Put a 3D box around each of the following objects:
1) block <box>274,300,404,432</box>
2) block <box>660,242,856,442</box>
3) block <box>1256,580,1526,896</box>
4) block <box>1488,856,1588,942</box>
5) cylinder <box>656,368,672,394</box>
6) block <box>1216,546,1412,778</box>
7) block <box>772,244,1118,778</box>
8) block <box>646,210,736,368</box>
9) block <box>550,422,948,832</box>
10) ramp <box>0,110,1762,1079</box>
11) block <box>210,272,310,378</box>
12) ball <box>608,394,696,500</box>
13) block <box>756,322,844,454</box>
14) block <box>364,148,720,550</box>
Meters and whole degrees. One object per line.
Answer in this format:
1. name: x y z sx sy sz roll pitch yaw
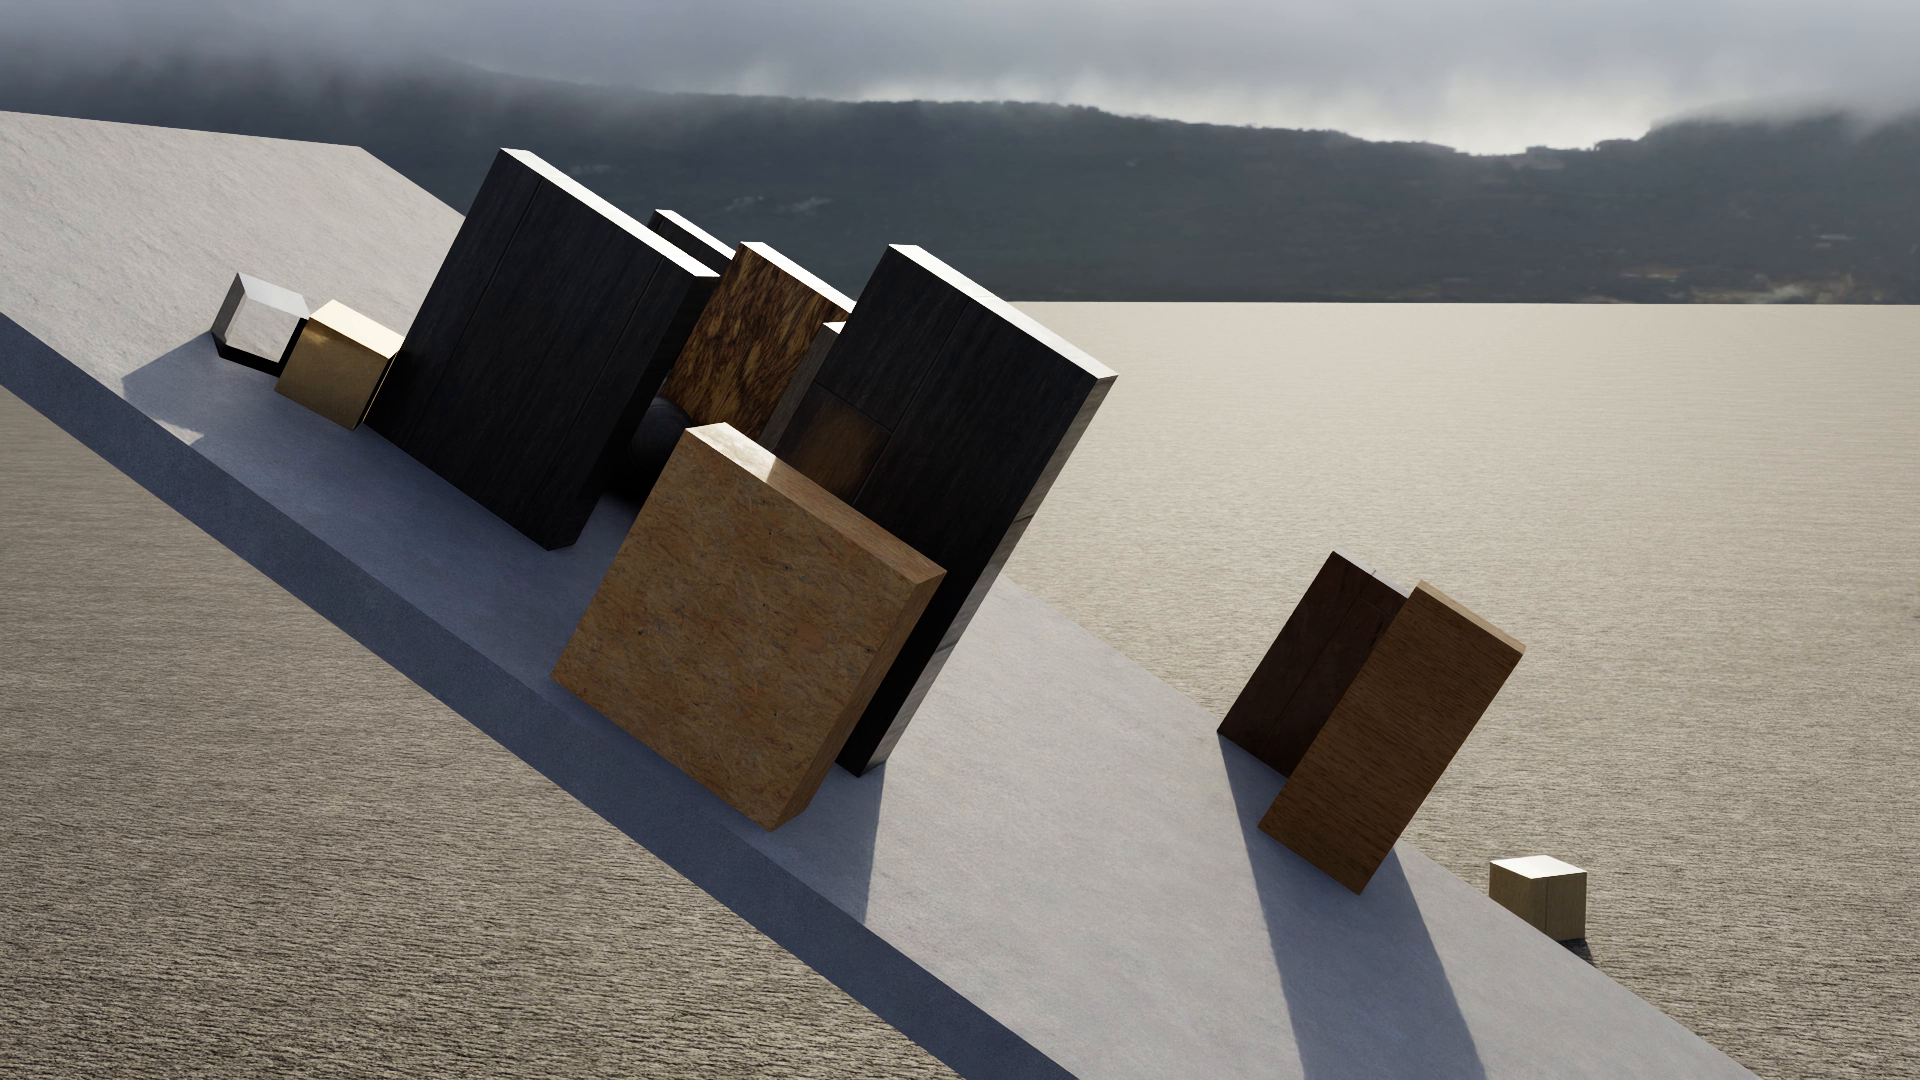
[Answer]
1. block: -1.057 -0.300 3.765 0.146 0.146 0.146 28 15 -9
2. block: -0.380 -0.261 4.236 0.351 0.512 0.110 34 15 11
3. block: 0.852 0.391 4.357 0.240 0.584 0.105 34 15 11
4. block: 1.625 1.012 6.192 0.189 0.189 0.189 -3 7 -22
5. cylinder: -0.666 -0.284 4.380 0.196 0.196 0.196 34 17 13
6. block: 0.873 0.335 4.791 0.433 0.479 0.084 34 15 11
7. block: -0.117 -0.046 3.555 0.394 0.759 0.140 34 15 11
8. block: -0.539 -0.380 4.481 0.410 0.429 0.083 34 15 11
9. block: -0.314 0.125 3.245 0.409 0.437 0.144 34 15 11
10. ramp: -0.164 0.271 4.118 4.000 0.100 2.000 34 15 11
11. block: -1.198 -0.368 3.772 0.116 0.116 0.116 20 18 -35
12. ball: -0.592 -0.176 4.148 0.201 0.201 0.201 0 7 0
13. block: -0.231 -0.097 3.986 0.295 0.513 0.117 34 15 11
14. block: -0.715 -0.322 3.728 0.408 0.539 0.099 34 15 11
